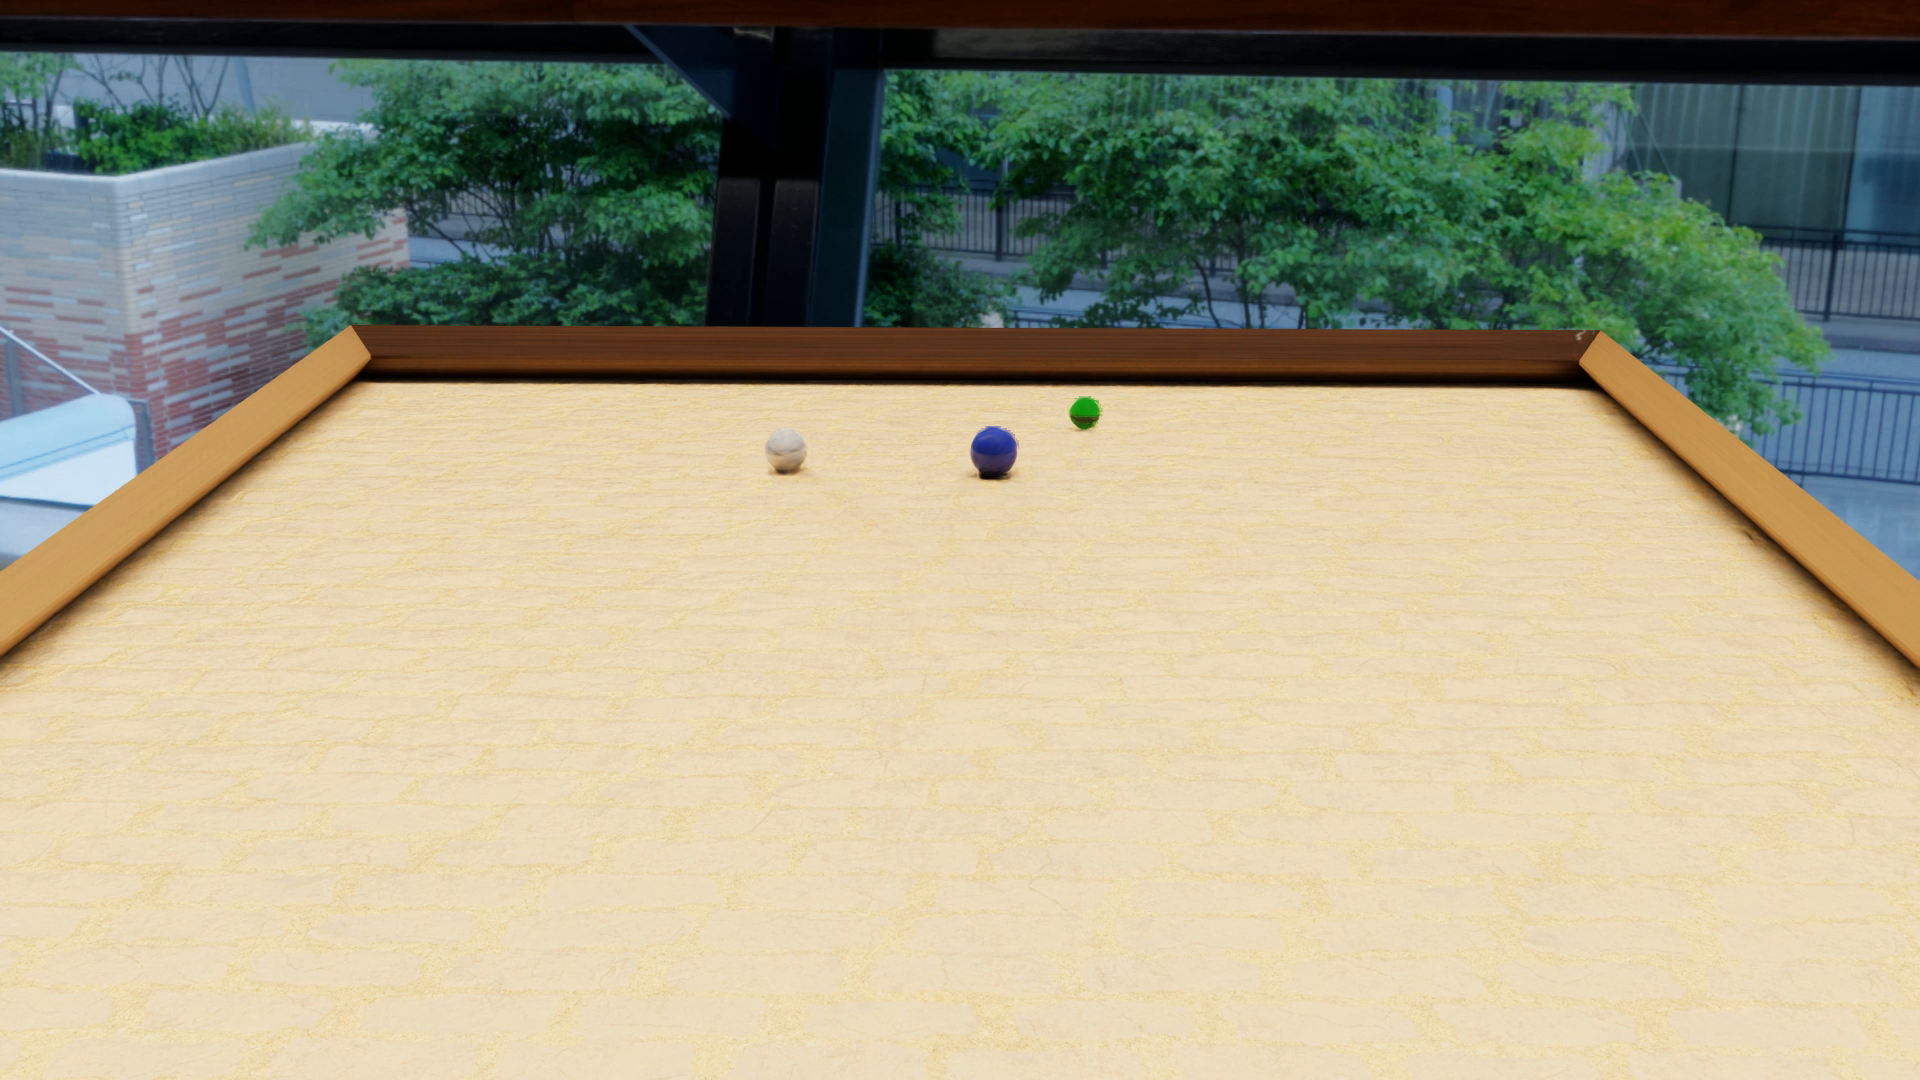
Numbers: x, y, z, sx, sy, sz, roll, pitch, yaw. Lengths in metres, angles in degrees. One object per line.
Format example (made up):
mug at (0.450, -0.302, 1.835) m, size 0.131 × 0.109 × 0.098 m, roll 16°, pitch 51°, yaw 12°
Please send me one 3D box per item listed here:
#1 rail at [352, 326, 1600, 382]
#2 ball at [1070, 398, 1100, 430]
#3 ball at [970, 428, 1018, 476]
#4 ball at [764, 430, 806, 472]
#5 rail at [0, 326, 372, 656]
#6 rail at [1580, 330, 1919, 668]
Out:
rail at (0.020, -0.310, 3.723) m, size 2.126 × 0.091 × 0.045 m, roll 0°, pitch 17°, yaw 1°
ball at (0.195, -0.197, 3.431) m, size 0.049 × 0.049 × 0.049 m, roll 0°, pitch 17°, yaw 0°
ball at (0.048, -0.127, 3.166) m, size 0.070 × 0.070 × 0.070 m, roll 0°, pitch 17°, yaw 0°
ball at (-0.253, -0.130, 3.192) m, size 0.061 × 0.061 × 0.061 m, roll 0°, pitch 17°, yaw 0°
rail at (-1.060, 0.275, 1.824) m, size 0.045 × 0.091 × 4.065 m, roll 0°, pitch 17°, yaw 1°
rail at (1.018, 0.288, 1.784) m, size 0.045 × 0.091 × 4.065 m, roll 0°, pitch 17°, yaw 1°
